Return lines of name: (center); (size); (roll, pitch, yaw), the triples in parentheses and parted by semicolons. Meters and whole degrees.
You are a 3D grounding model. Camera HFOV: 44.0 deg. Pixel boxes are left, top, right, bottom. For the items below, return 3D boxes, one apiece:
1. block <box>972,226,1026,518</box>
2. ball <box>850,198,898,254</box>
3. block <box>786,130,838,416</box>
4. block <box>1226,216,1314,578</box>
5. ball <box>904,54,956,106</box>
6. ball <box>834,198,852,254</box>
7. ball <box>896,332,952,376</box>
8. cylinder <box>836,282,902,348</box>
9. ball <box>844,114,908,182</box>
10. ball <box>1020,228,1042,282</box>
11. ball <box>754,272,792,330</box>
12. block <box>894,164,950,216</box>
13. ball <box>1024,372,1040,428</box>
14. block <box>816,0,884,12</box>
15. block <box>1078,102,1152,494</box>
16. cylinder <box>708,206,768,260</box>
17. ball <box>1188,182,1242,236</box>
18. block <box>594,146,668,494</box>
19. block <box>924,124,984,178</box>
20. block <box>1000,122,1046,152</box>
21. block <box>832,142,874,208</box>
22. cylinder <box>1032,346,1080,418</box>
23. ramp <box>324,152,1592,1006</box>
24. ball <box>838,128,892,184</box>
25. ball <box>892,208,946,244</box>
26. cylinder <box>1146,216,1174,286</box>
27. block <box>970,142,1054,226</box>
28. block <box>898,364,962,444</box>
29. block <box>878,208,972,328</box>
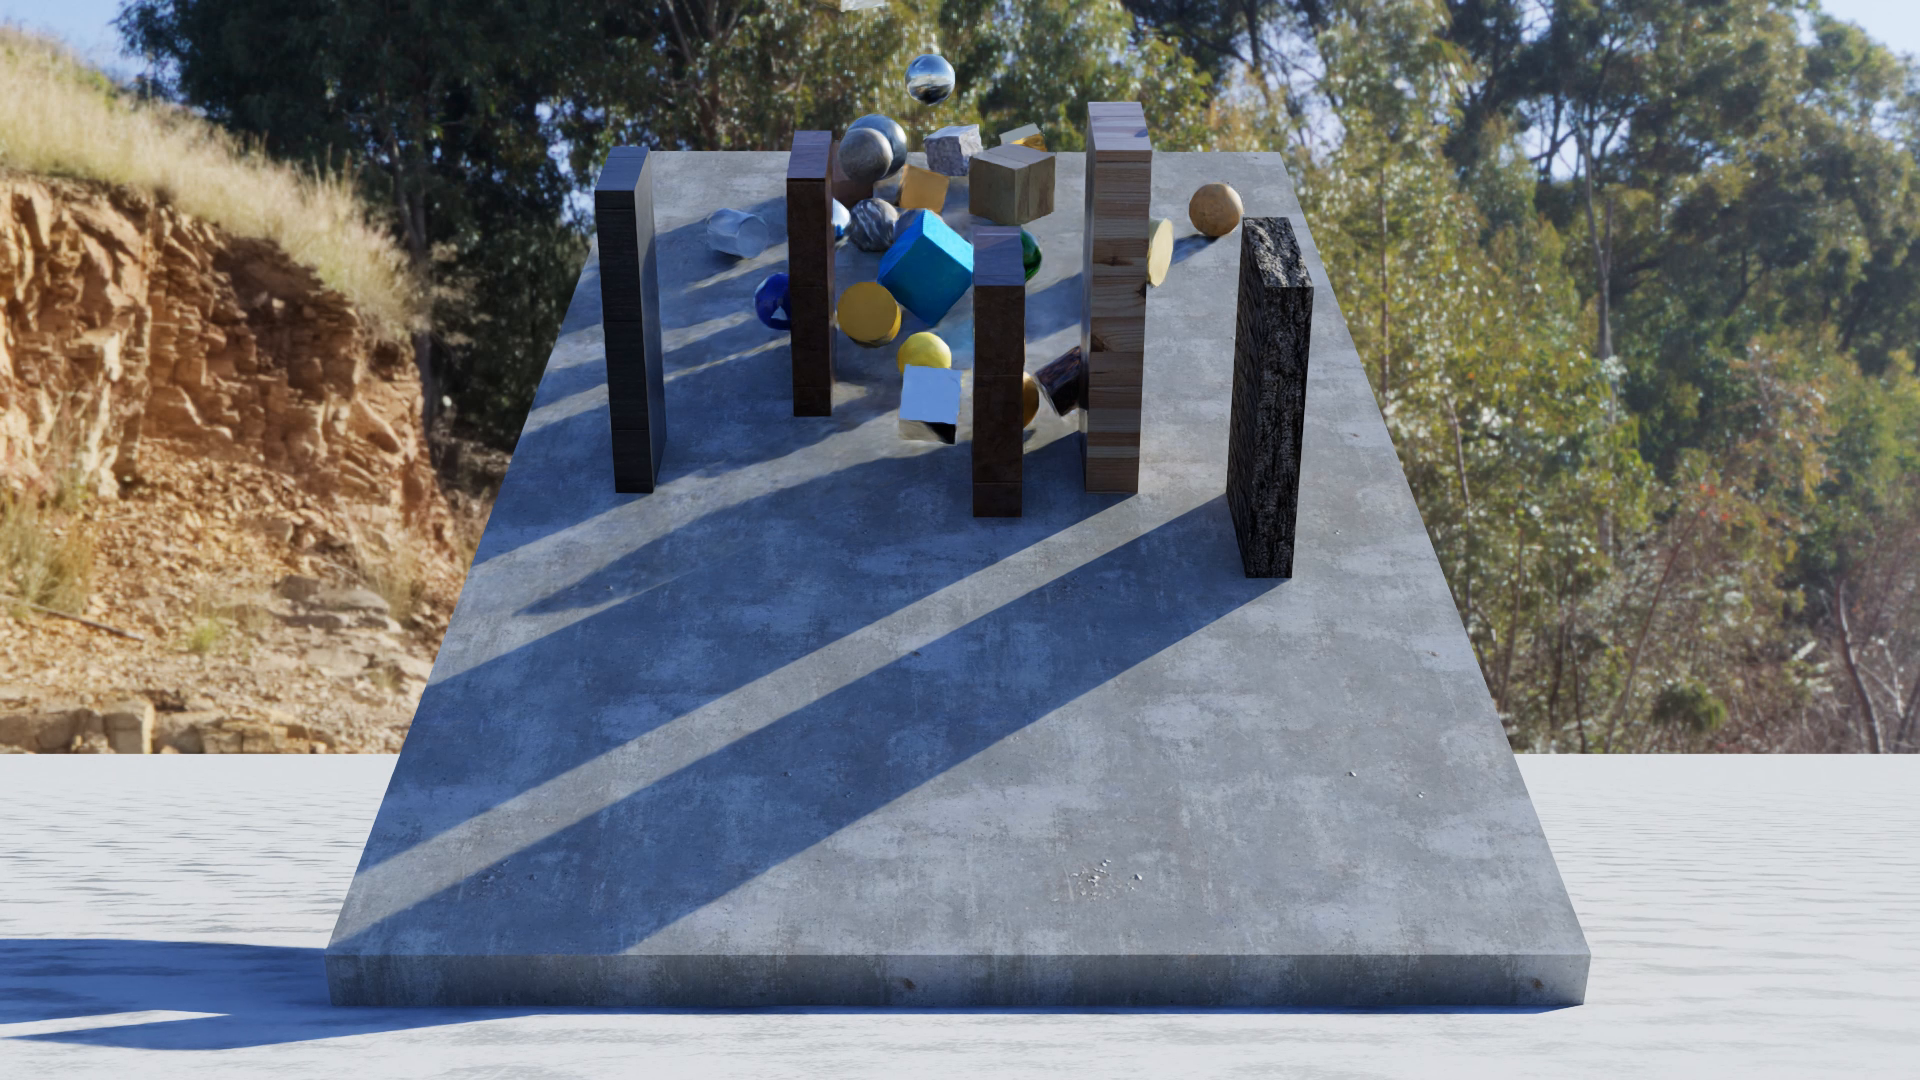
block: (0.080, -0.365, 5.136); (0.104, 0.531, 0.347); (0, 28, 0)
ball: (-0.238, -0.859, 6.498); (0.150, 0.150, 0.150); (0, -5, 0)
block: (-0.345, -0.625, 5.577); (0.087, 0.584, 0.338); (0, 28, 0)
block: (0.632, -0.295, 4.893); (0.094, 0.636, 0.394); (0, 28, 0)
ball: (-0.088, -1.340, 6.922); (0.148, 0.148, 0.148); (0, -5, 0)
ball: (-0.359, -0.817, 6.189); (0.156, 0.156, 0.156); (0, -5, 0)
ball: (-0.086, -0.433, 5.701); (0.130, 0.130, 0.130); (0, -5, 0)
cylinder: (-0.221, -0.547, 5.788); (0.146, 0.146, 0.146); (0, -2, 3)
ball: (-0.250, -1.158, 7.023); (0.195, 0.195, 0.195); (0, -5, 0)
ball: (0.145, -0.751, 6.293); (0.149, 0.149, 0.149); (0, -5, 0)
ball: (-0.436, -0.586, 5.849); (0.142, 0.142, 0.142); (0, -5, 0)
block: (-0.106, -0.976, 6.657); (0.119, 0.119, 0.119); (14, 8, -10)
ball: (0.105, -0.321, 5.441); (0.155, 0.155, 0.155); (0, -5, 0)
block: (-0.321, -1.635, 6.921); (0.147, 0.147, 0.147); (-15, 30, -29)
block: (0.333, -0.524, 5.173); (0.115, 0.781, 0.330); (0, 28, 0)
cylinder: (-0.605, -0.833, 6.462); (0.118, 0.118, 0.118); (5, 19, -45)
ball: (0.712, -0.919, 6.621); (0.149, 0.149, 0.149); (0, -5, 0)
block: (-0.712, -0.476, 5.170); (0.082, 0.694, 0.287); (0, 28, 0)
block: (-0.016, -1.155, 7.070); (0.122, 0.122, 0.122); (2, 25, 31)
block: (0.194, -1.157, 7.077); (0.113, 0.113, 0.113); (-19, 26, 0)
block: (-0.320, -1.047, 6.814); (0.134, 0.134, 0.134); (-2, -25, -5)
cylinder: (0.252, -0.366, 5.506); (0.122, 0.122, 0.122); (-32, -5, -2)
ramp: (-0.011, -0.225, 5.550); (2.000, 0.100, 4.000); (0, 28, 0)
ball: (-0.266, -1.078, 6.670); (0.154, 0.154, 0.154); (0, -5, 0)
ball: (-0.106, -0.808, 6.343); (0.151, 0.151, 0.151); (0, -5, 0)
cylinder: (0.451, -0.776, 6.310); (0.178, 0.178, 0.178); (12, 0, 22)
block: (0.148, -1.012, 6.768); (0.171, 0.171, 0.171); (23, 35, 36)
block: (-0.067, -0.305, 5.368); (0.129, 0.129, 0.129); (6, -18, 0)
block: (-0.080, -0.693, 6.064); (0.181, 0.181, 0.181); (37, 22, -17)
